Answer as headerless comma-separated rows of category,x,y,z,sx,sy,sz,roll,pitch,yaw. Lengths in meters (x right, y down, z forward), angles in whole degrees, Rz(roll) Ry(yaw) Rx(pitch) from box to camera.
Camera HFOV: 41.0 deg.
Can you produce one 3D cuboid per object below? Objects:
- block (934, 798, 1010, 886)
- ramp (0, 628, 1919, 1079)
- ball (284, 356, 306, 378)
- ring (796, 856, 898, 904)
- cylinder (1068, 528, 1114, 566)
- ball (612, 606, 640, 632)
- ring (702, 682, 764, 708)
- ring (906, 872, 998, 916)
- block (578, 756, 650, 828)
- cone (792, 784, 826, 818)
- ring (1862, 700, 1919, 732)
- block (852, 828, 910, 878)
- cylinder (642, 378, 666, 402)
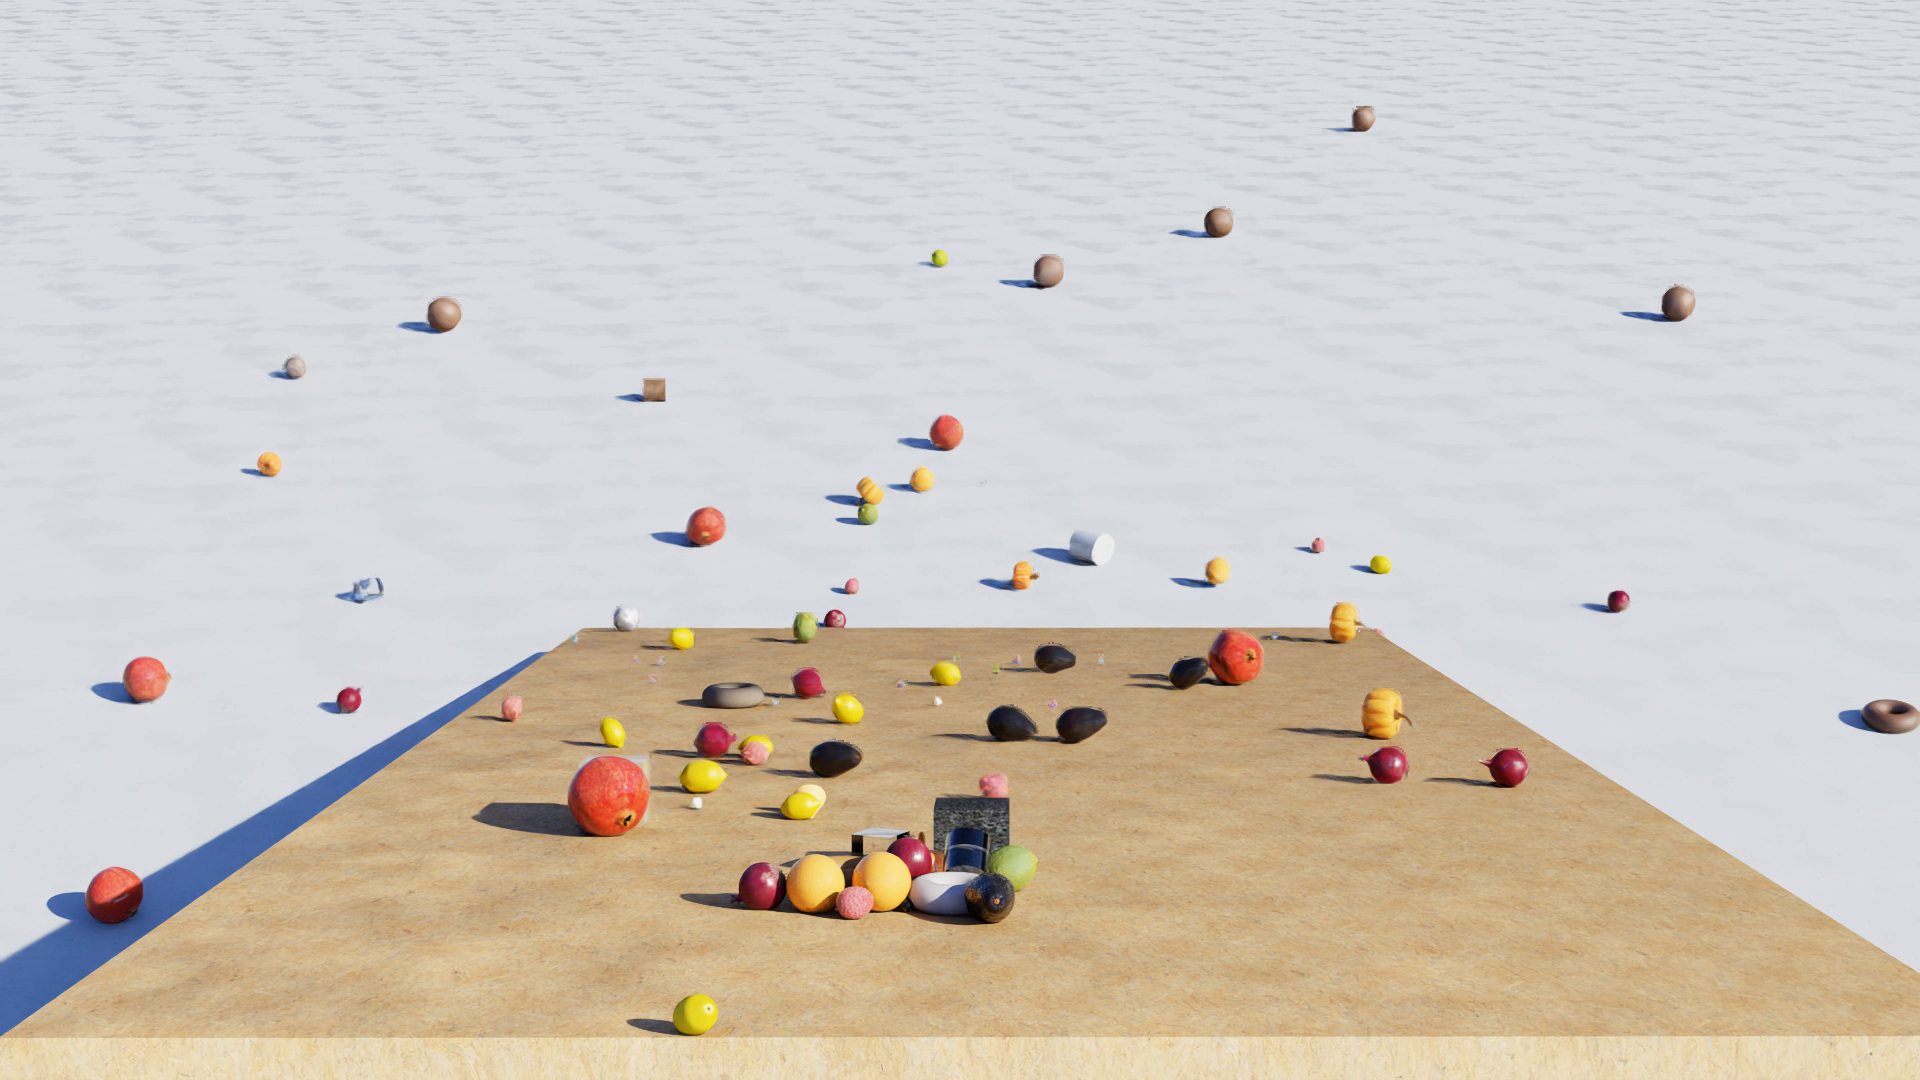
block,0.016,0.390,3.328,0.097,0.097,0.097,0,4,1
ramp,0.045,0.407,4.538,2.000,0.100,4.000,0,4,0
ball,-2.357,-0.612,9.103,0.077,0.077,0.077,0,19,0
ring,-0.142,0.425,3.213,0.130,0.043,0.130,1,4,0
cylinder,0.372,0.018,7.275,0.090,0.090,0.090,-18,26,-42
ball,-0.835,0.197,6.424,0.067,0.067,0.067,0,19,0
ring,-0.445,0.305,5.027,0.121,0.040,0.121,-1,5,0
ring,-0.009,0.433,3.143,0.112,0.037,0.112,1,5,0
block,-0.502,0.366,3.733,0.091,0.091,0.091,0,3,2
cone,-0.221,0.396,3.791,0.050,0.050,0.050,-3,31,-8
ring,2.242,0.424,6.178,0.137,0.046,0.137,-1,20,0
block,-0.103,0.409,3.346,0.056,0.056,0.056,2,4,26
cylinder,-1.051,-0.515,8.824,0.076,0.076,0.076,-3,19,-9
